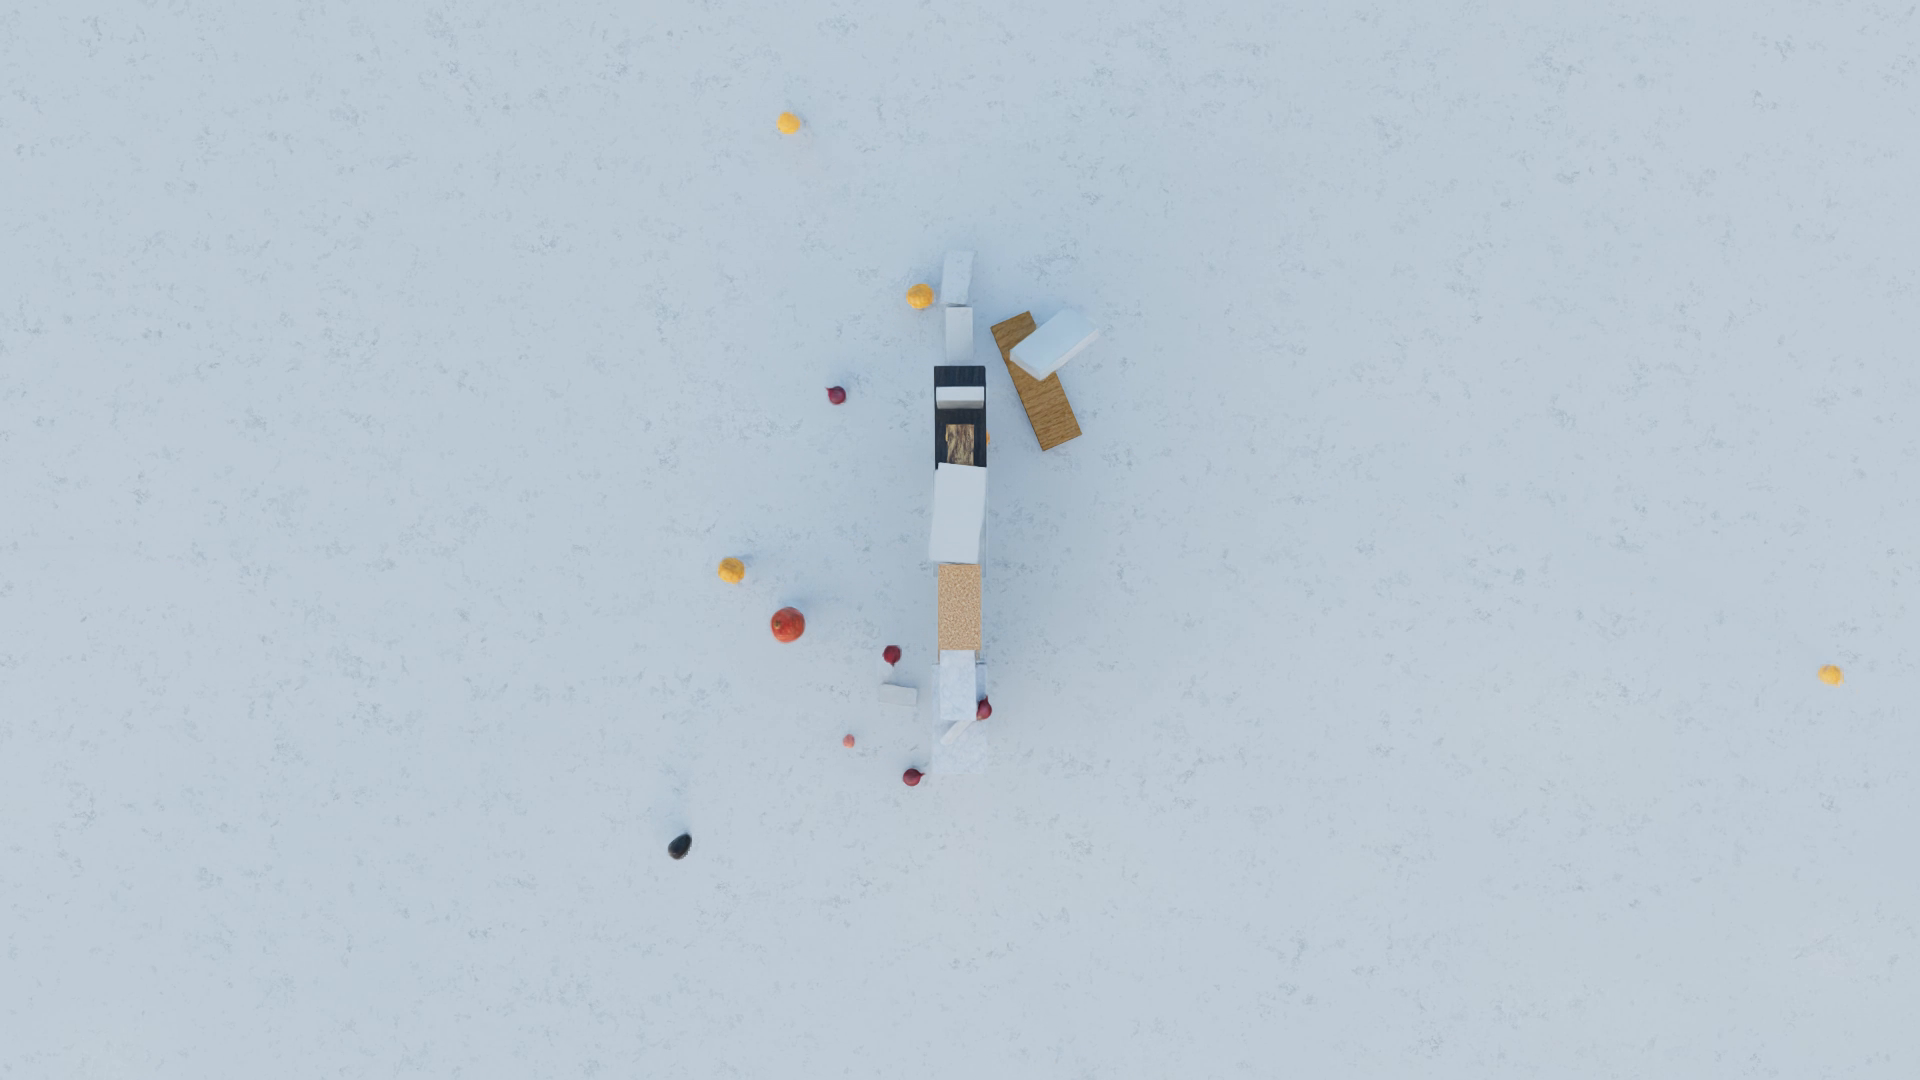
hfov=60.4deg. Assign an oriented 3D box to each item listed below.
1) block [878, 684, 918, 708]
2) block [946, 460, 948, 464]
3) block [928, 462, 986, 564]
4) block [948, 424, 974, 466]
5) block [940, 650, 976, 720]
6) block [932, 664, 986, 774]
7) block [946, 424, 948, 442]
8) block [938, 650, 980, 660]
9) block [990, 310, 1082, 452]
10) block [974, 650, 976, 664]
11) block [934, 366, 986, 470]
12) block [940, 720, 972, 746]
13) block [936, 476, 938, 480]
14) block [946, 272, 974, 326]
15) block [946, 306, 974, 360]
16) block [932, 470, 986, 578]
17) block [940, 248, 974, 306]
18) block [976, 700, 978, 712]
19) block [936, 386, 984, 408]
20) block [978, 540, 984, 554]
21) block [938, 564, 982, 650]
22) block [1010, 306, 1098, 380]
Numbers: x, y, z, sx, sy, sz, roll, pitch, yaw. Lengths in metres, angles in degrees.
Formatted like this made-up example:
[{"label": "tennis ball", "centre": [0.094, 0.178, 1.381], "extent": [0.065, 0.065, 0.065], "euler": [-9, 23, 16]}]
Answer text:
[{"label": "block", "centre": [-0.205, 0.517, 5.491], "extent": [0.124, 0.018, 0.062], "euler": [9, 90, 0]}, {"label": "block", "centre": [-0.001, -0.228, 5.053], "extent": [0.079, 0.158, 0.022], "euler": [-1, 103, 0]}, {"label": "block", "centre": [-0.007, -0.078, 4.820], "extent": [0.141, 0.040, 0.282], "euler": [6, 90, 0]}, {"label": "block", "centre": [0.002, -0.267, 4.963], "extent": [0.079, 0.022, 0.158], "euler": [0, 90, 0]}, {"label": "block", "centre": [-0.006, 0.429, 4.890], "extent": [0.104, 0.029, 0.207], "euler": [-1, 90, 0]}, {"label": "block", "centre": [-0.003, 0.555, 5.137], "extent": [0.170, 0.048, 0.339], "euler": [0, 90, 0]}, {"label": "block", "centre": [-0.004, -0.330, 5.053], "extent": [0.079, 0.158, 0.022], "euler": [-1, 105, 0]}, {"label": "block", "centre": [-0.005, 0.250, 5.221], "extent": [0.130, 0.037, 0.260], "euler": [0, 90, 0]}, {"label": "block", "centre": [0.253, -0.528, 5.480], "extent": [0.140, 0.040, 0.446], "euler": [-23, 90, 0]}, {"label": "block", "centre": [-0.002, 0.362, 5.054], "extent": [0.104, 0.297, 0.029], "euler": [0, 90, 0]}, {"label": "block", "centre": [0.001, -0.382, 5.155], "extent": [0.161, 0.046, 0.322], "euler": [-1, 90, 0]}, {"label": "block", "centre": [-0.005, 0.577, 5.062], "extent": [0.018, 0.062, 0.124], "euler": [46, 110, 16]}, {"label": "block", "centre": [0.002, -0.168, 4.981], "extent": [0.141, 0.282, 0.040], "euler": [0, 90, 0]}, {"label": "block", "centre": [-0.002, -0.798, 5.488], "extent": [0.088, 0.025, 0.176], "euler": [-1, 90, 0]}, {"label": "block", "centre": [-0.001, -0.684, 5.468], "extent": [0.088, 0.025, 0.176], "euler": [-1, 103, 0]}, {"label": "block", "centre": [-0.001, -0.051, 5.145], "extent": [0.166, 0.047, 0.331], "euler": [0, 90, 0]}, {"label": "block", "centre": [-0.011, -0.870, 5.463], "extent": [0.088, 0.025, 0.176], "euler": [8, 90, 0]}, {"label": "block", "centre": [0.001, 0.497, 5.009], "extent": [0.104, 0.207, 0.029], "euler": [-6, 92, 0]}, {"label": "block", "centre": [0.001, -0.430, 4.992], "extent": [0.140, 0.280, 0.040], "euler": [-1, 90, 0]}, {"label": "block", "centre": [0.001, 0.019, 4.981], "extent": [0.141, 0.282, 0.040], "euler": [0, 90, 0]}, {"label": "block", "centre": [0.000, 0.198, 4.854], "extent": [0.125, 0.035, 0.250], "euler": [0, 90, 0]}, {"label": "block", "centre": [0.308, -0.644, 5.397], "extent": [0.140, 0.040, 0.280], "euler": [39, 63, 24]}]
